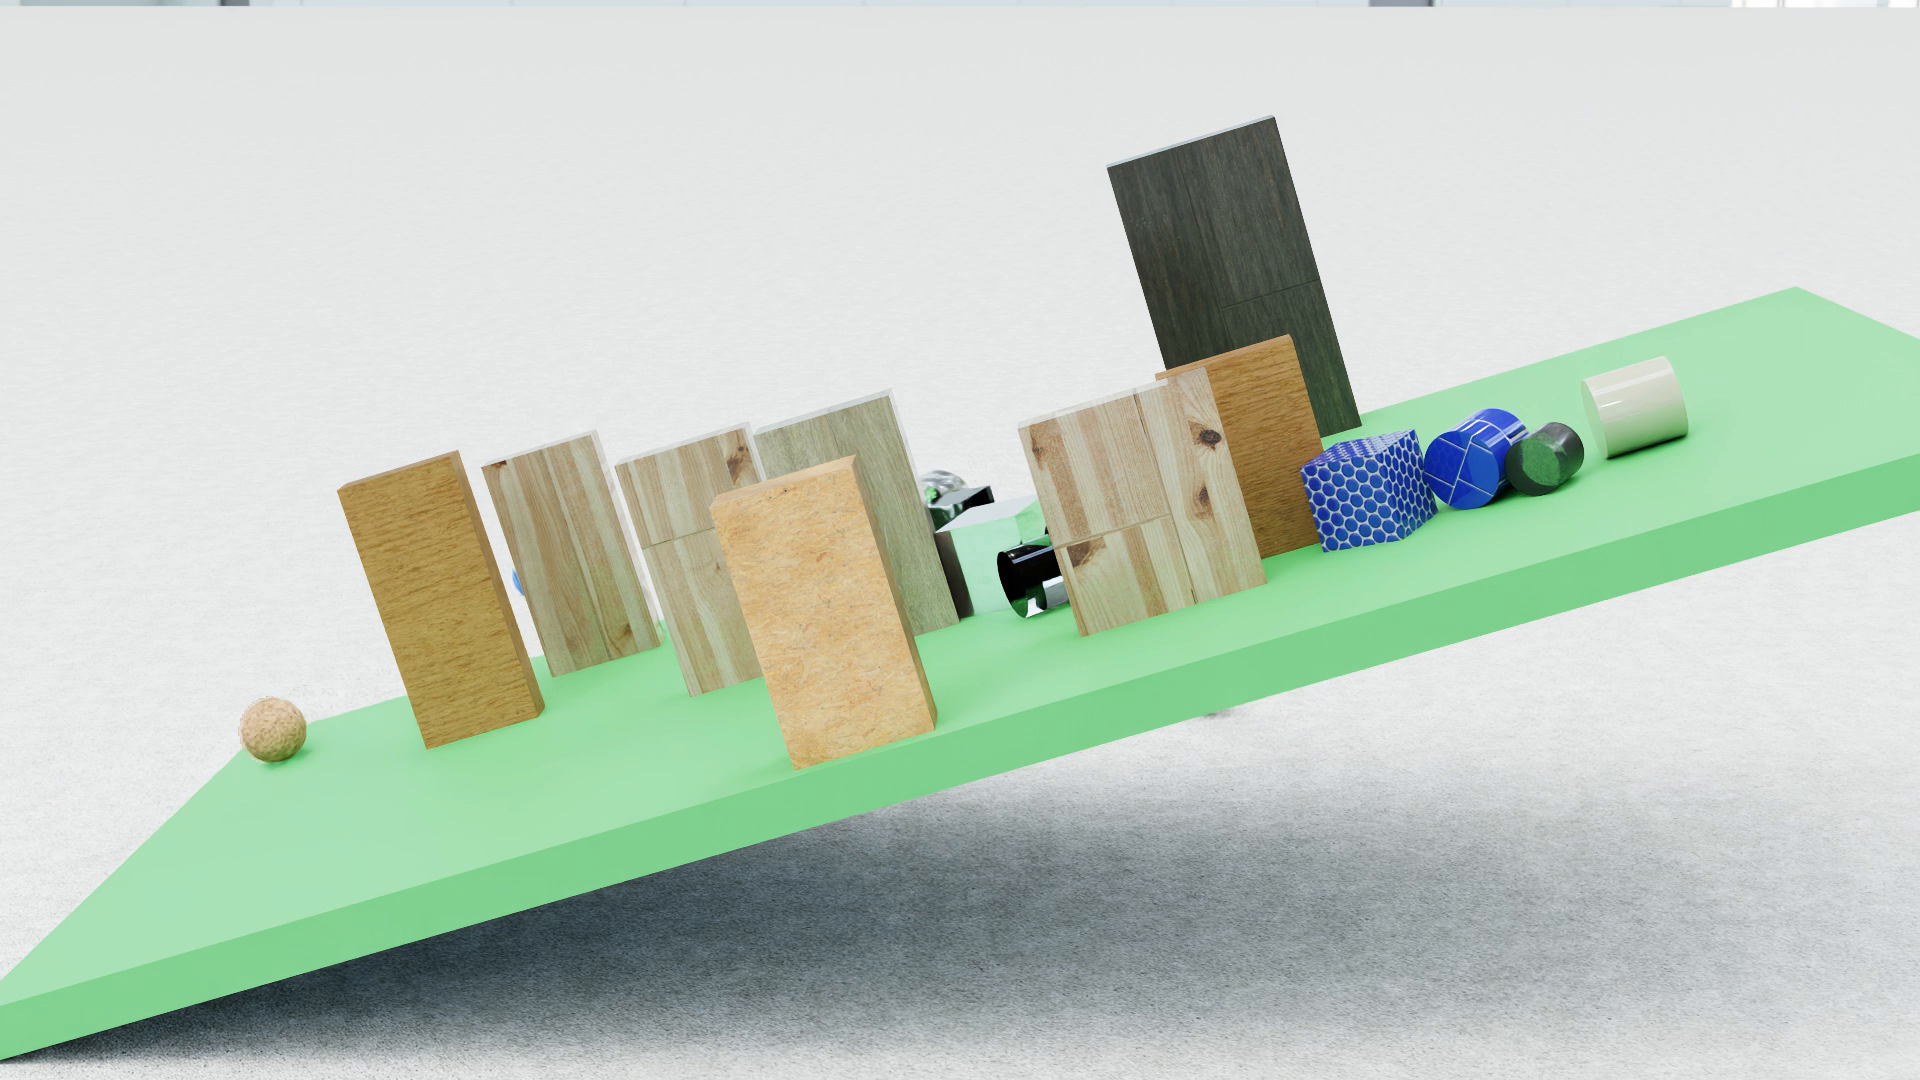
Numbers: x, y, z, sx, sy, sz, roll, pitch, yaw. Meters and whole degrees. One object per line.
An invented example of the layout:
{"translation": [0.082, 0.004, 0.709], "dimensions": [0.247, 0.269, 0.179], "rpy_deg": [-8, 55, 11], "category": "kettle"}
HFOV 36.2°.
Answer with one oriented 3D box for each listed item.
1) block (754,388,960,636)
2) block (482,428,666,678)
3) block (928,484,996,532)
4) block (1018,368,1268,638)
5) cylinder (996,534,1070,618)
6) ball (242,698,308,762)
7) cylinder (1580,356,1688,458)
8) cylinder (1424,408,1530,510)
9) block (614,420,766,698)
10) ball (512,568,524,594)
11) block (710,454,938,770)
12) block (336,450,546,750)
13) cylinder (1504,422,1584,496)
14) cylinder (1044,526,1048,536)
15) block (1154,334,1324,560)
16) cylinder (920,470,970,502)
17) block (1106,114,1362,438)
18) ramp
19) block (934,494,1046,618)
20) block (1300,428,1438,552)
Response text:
{"translation": [-0.216, -0.031, 6.254], "dimensions": [0.299, 0.510, 0.107], "rpy_deg": [-16, 10, 5], "category": "block"}
{"translation": [-0.921, 0.032, 7.027], "dimensions": [0.274, 0.534, 0.090], "rpy_deg": [-16, 10, 5], "category": "block"}
{"translation": [-0.001, -0.031, 6.951], "dimensions": [0.143, 0.143, 0.143], "rpy_deg": [-11, 12, 33], "category": "block"}
{"translation": [0.356, -0.073, 5.745], "dimensions": [0.380, 0.432, 0.087], "rpy_deg": [-16, 10, 5], "category": "block"}
{"translation": [0.175, 0.068, 6.107], "dimensions": [0.147, 0.147, 0.147], "rpy_deg": [-20, 17, -16], "category": "cylinder"}
{"translation": [-1.642, 0.456, 7.040], "dimensions": [0.154, 0.154, 0.154], "rpy_deg": [0, 11, 0], "category": "ball"}
{"translation": [1.349, -0.266, 5.886], "dimensions": [0.166, 0.166, 0.166], "rpy_deg": [-17, 10, 4], "category": "cylinder"}
{"translation": [1.035, -0.163, 5.865], "dimensions": [0.163, 0.163, 0.163], "rpy_deg": [8, 23, 34], "category": "cylinder"}
{"translation": [-0.516, 0.041, 6.317], "dimensions": [0.292, 0.527, 0.093], "rpy_deg": [-16, 10, 5], "category": "block"}
{"translation": [-1.389, 0.118, 9.596], "dimensions": [0.143, 0.143, 0.143], "rpy_deg": [0, 11, 0], "category": "ball"}
{"translation": [-0.248, 0.133, 5.411], "dimensions": [0.270, 0.513, 0.131], "rpy_deg": [-16, 10, 5], "category": "block"}
{"translation": [-1.167, 0.135, 6.631], "dimensions": [0.267, 0.621, 0.098], "rpy_deg": [-16, 10, 5], "category": "block"}
{"translation": [1.150, -0.160, 5.785], "dimensions": [0.117, 0.117, 0.117], "rpy_deg": [8, 23, 34], "category": "cylinder"}
{"translation": [0.294, -0.003, 6.239], "dimensions": [0.165, 0.165, 0.165], "rpy_deg": [-9, 3, -38], "category": "cylinder"}
{"translation": [0.589, -0.174, 5.957], "dimensions": [0.283, 0.412, 0.095], "rpy_deg": [-16, 10, 5], "category": "block"}
{"translation": [-0.067, -0.066, 7.155], "dimensions": [0.174, 0.174, 0.174], "rpy_deg": [3, 15, 13], "category": "cylinder"}
{"translation": [0.657, -0.587, 7.054], "dimensions": [0.412, 0.768, 0.110], "rpy_deg": [-16, 10, 5], "category": "block"}
{"translation": [0.094, 0.185, 6.316], "dimensions": [4.000, 0.100, 2.000], "rpy_deg": [-16, 10, 5], "category": "ramp"}
{"translation": [0.096, 0.031, 6.300], "dimensions": [0.194, 0.194, 0.194], "rpy_deg": [-12, 11, 27], "category": "block"}
{"translation": [0.813, -0.098, 5.844], "dimensions": [0.178, 0.178, 0.178], "rpy_deg": [-10, 12, 35], "category": "block"}
